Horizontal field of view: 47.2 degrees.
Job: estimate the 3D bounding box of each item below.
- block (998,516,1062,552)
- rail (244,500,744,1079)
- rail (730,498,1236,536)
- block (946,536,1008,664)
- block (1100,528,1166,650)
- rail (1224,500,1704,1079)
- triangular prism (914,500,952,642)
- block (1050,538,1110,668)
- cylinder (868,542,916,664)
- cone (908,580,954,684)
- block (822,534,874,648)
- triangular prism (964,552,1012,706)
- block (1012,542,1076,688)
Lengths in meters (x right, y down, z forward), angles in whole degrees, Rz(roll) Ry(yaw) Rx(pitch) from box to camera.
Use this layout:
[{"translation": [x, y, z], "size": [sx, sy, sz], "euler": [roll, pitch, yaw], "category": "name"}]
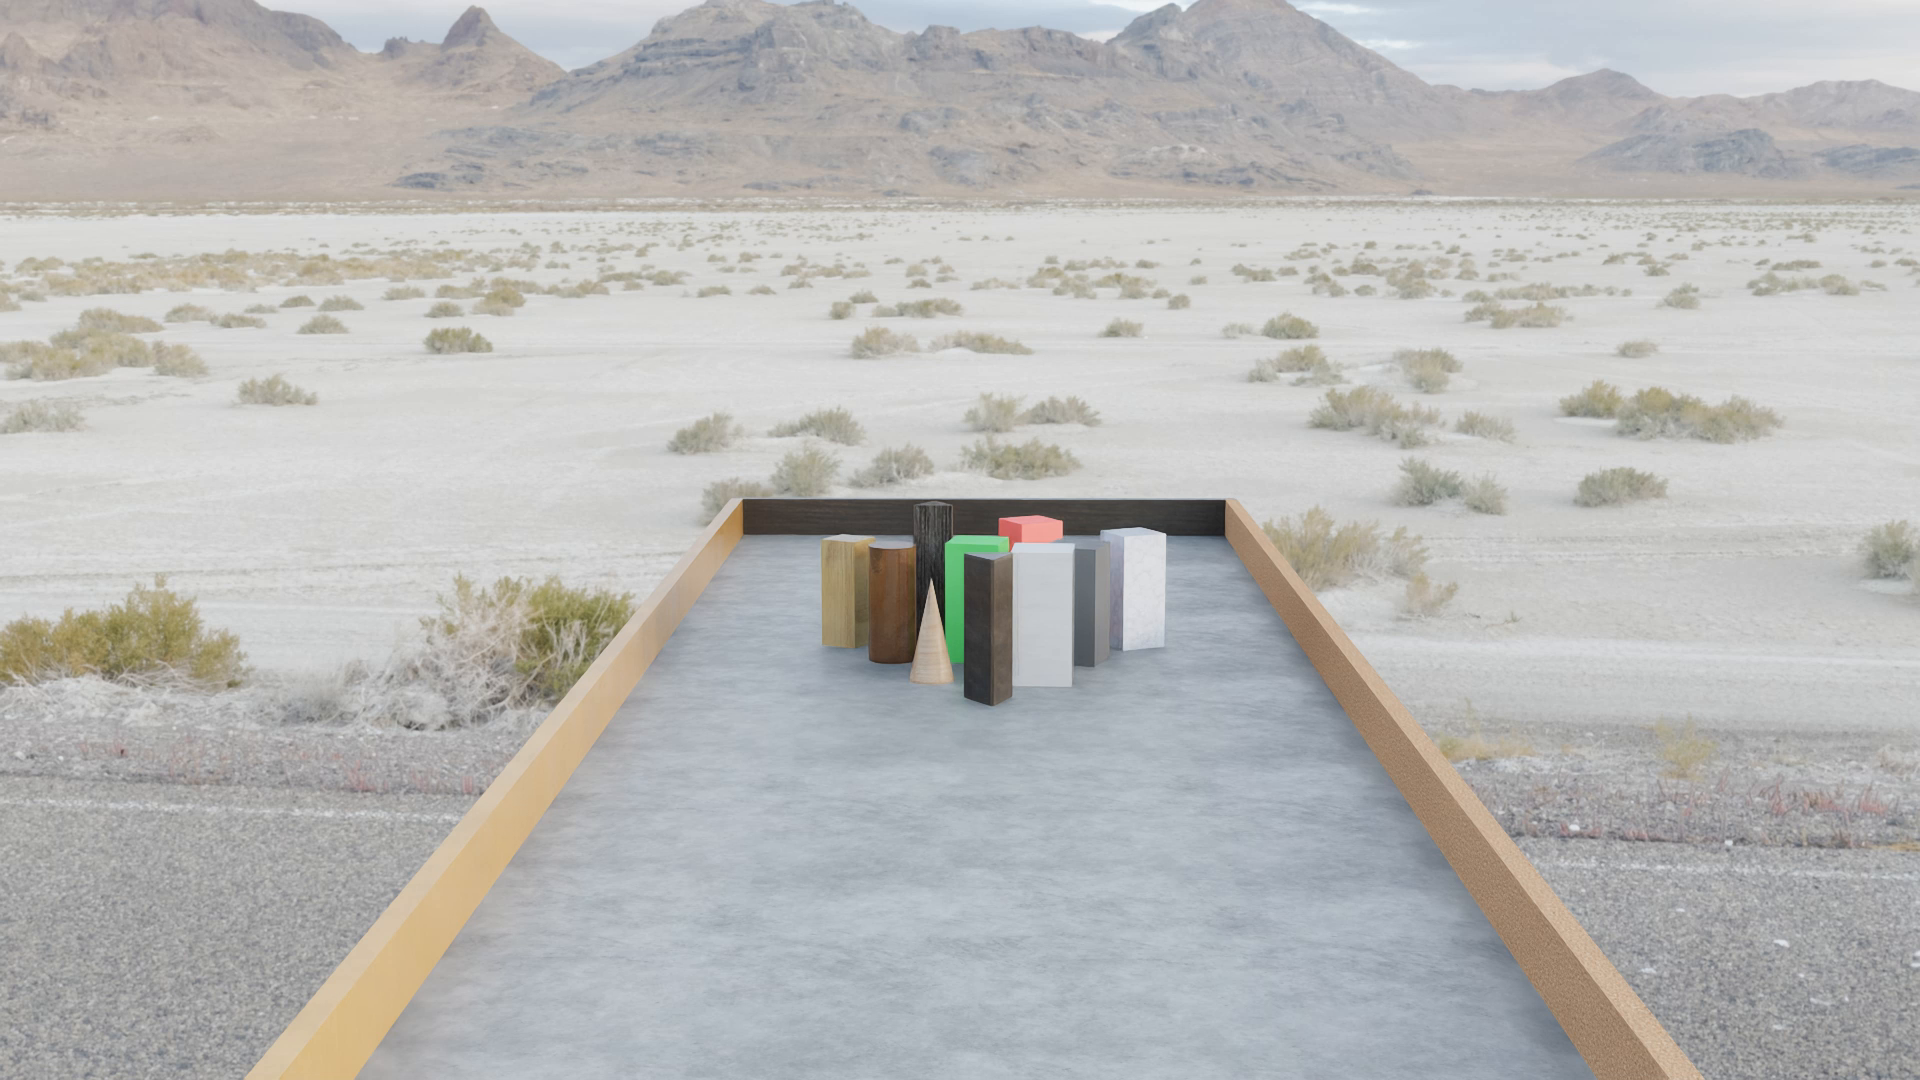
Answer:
[{"translation": [0.222, 0.129, 6.950], "size": [0.146, 0.390, 0.146], "euler": [-5, 10, -28], "category": "block"}, {"translation": [-1.004, 0.839, 3.234], "size": [0.050, 0.150, 12.000], "euler": [0, 9, 1], "category": "rail"}, {"translation": [0.099, -0.098, 9.147], "size": [2.100, 0.150, 0.050], "euler": [0, 9, 1], "category": "rail"}, {"translation": [0.053, 0.181, 6.703], "size": [0.163, 0.365, 0.163], "euler": [2, 9, 12], "category": "block"}, {"translation": [0.541, 0.152, 6.906], "size": [0.150, 0.358, 0.150], "euler": [-4, 10, -26], "category": "block"}, {"translation": [1.046, 0.843, 3.208], "size": [0.050, 0.150, 12.000], "euler": [0, 9, 1], "category": "rail"}, {"translation": [-0.081, 0.103, 6.941], "size": [0.121, 0.444, 0.105], "euler": [0, 9, 2], "category": "triangular prism"}, {"translation": [0.352, 0.189, 6.676], "size": [0.167, 0.357, 0.167], "euler": [3, 10, 19], "category": "block"}, {"translation": [-0.205, 0.189, 6.688], "size": [0.147, 0.353, 0.147], "euler": [0, 9, 0], "category": "cylinder"}, {"translation": [-0.083, 0.258, 6.405], "size": [0.134, 0.305, 0.134], "euler": [0, 9, 0], "category": "cone"}, {"translation": [-0.351, 0.160, 6.922], "size": [0.122, 0.337, 0.122], "euler": [5, 10, 29], "category": "block"}, {"translation": [0.099, 0.244, 6.156], "size": [0.117, 0.412, 0.135], "euler": [-6, 11, -35], "category": "triangular prism"}, {"translation": [0.241, 0.216, 6.401], "size": [0.177, 0.390, 0.177], "euler": [1, 9, 5], "category": "block"}]
